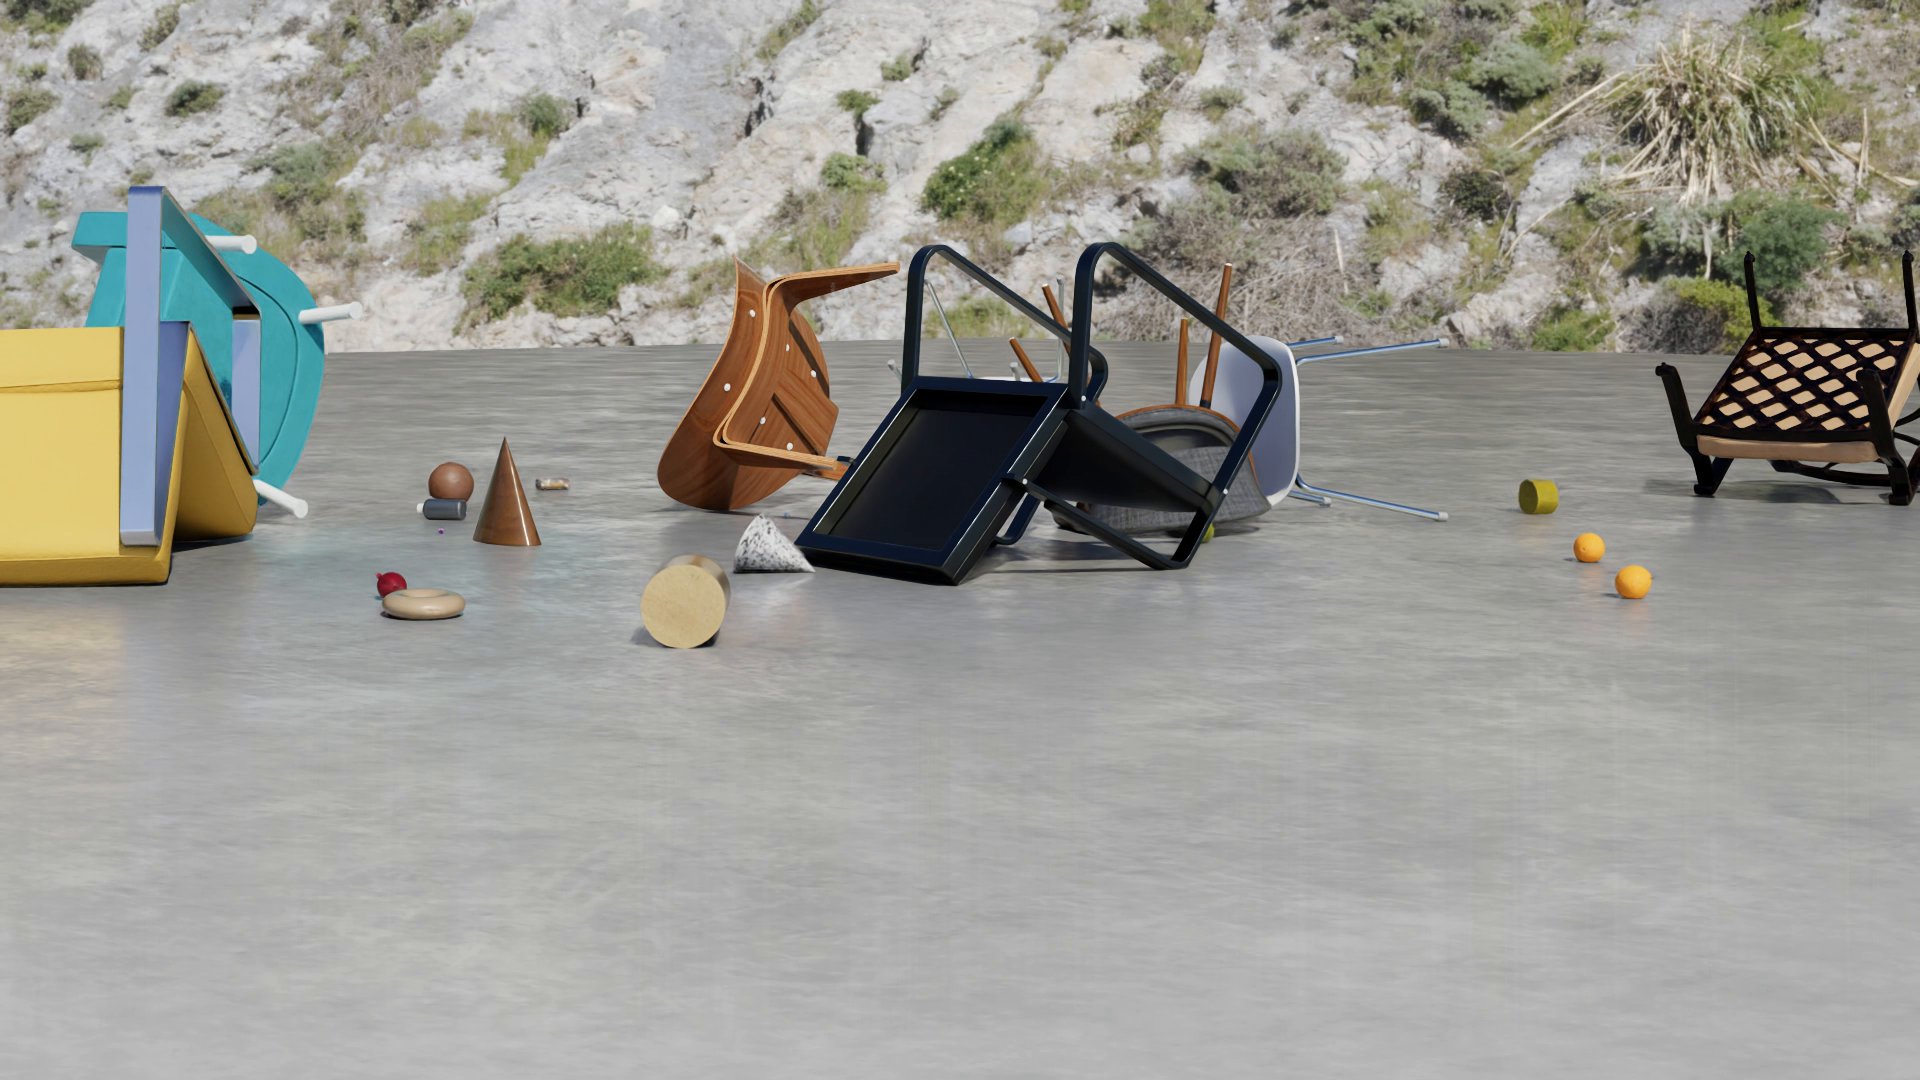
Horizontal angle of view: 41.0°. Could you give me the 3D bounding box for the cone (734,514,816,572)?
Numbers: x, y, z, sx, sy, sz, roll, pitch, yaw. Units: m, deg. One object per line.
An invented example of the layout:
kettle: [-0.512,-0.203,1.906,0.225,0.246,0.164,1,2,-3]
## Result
cone: [-0.394,0.038,5.726,0.165,0.140,0.193,24,7,9]

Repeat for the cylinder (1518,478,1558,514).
cylinder: [1.602,-0.120,7.110,0.065,0.094,0.105,-2,26,-19]

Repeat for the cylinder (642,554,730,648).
cylinder: [-0.492,0.109,4.623,0.147,0.153,0.170,39,3,-5]

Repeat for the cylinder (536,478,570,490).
cylinder: [-1.258,-0.173,7.924,0.092,0.034,0.060,-3,12,-26]

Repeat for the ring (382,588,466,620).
ring: [-1.044,0.125,4.993,0.159,0.044,0.206,-1,6,-21]

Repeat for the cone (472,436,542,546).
cone: [-1.126,-0.128,6.360,0.125,0.265,0.275,-5,7,-38]
